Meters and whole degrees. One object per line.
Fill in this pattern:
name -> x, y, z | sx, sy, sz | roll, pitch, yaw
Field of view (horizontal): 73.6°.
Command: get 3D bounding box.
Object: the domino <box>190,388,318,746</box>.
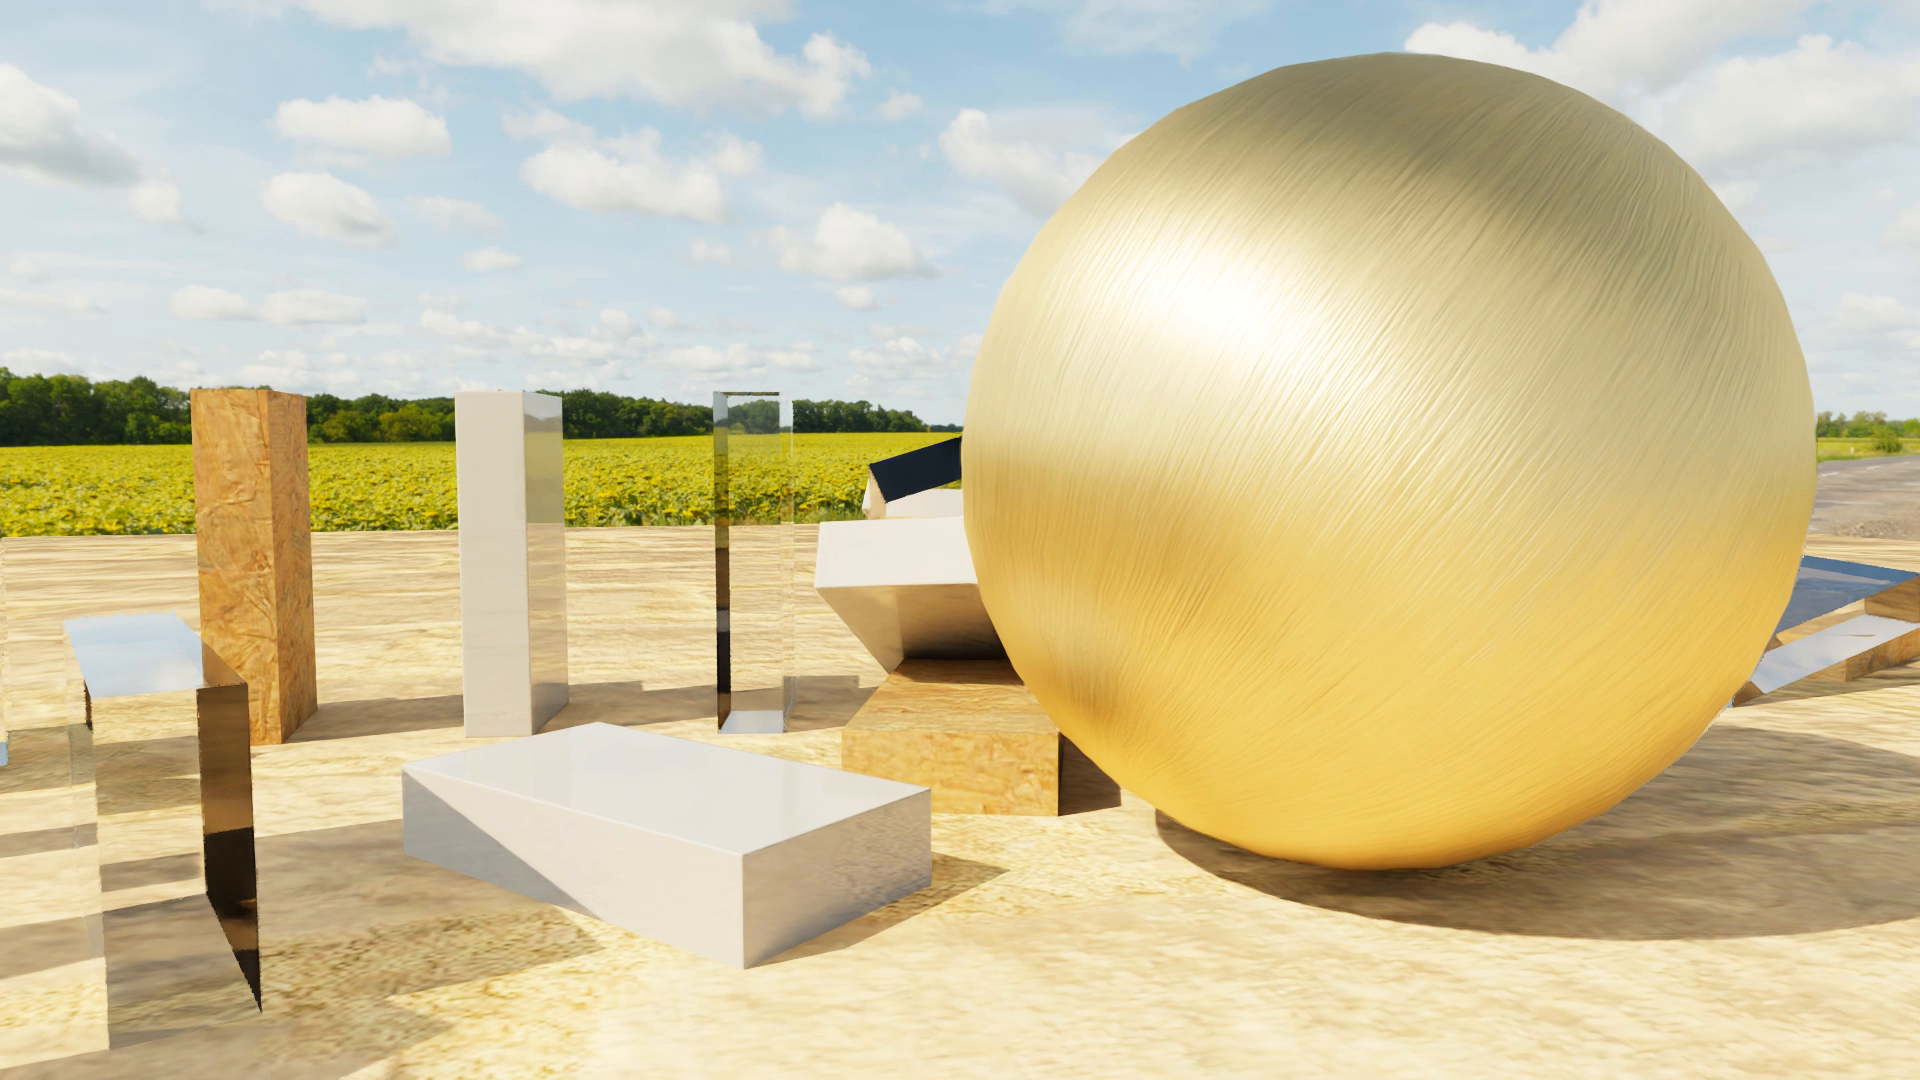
domino -> -0.104, 0.003, 0.191 | 0.010, 0.050, 0.025 | -1, 4, -16

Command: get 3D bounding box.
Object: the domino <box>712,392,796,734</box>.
domino -> -0.031, 0.003, 0.199 | 0.010, 0.050, 0.025 | 0, 4, -3

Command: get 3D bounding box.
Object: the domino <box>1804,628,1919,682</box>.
domino -> 0.169, 0.019, 0.254 | 0.050, 0.010, 0.025 | -4, 6, -39

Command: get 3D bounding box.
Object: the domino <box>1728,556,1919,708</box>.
domino -> 0.141, 0.015, 0.226 | 0.050, 0.009, 0.025 | -15, 14, -22

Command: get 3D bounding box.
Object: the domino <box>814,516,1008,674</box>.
domino -> -0.002, 0.011, 0.192 | 0.025, 0.010, 0.050 | -2, -23, 12

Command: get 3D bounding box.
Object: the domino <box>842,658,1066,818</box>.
domino -> 0.001, 0.025, 0.172 | 0.025, 0.010, 0.050 | 0, 4, 6

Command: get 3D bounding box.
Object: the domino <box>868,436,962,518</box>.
domino -> -0.004, 0.000, 0.258 | 0.025, 0.010, 0.050 | -18, -33, -14

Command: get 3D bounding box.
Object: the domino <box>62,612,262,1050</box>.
domino -> -0.071, 0.022, 0.112 | 0.009, 0.025, 0.050 | -3, 5, -37

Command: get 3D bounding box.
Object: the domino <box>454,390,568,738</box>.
domino -> -0.068, 0.003, 0.197 | 0.010, 0.050, 0.025 | 0, 4, -5

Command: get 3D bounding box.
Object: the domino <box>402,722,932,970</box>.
domino -> -0.030, 0.028, 0.128 | 0.050, 0.010, 0.025 | 3, 5, 36

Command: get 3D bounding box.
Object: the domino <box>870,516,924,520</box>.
domino -> 0.000, 0.011, 0.216 | 0.025, 0.009, 0.050 | 1, -23, 4

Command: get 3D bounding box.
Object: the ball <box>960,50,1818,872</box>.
ball -> 0.040, -0.007, 0.132 | 0.080, 0.080, 0.080 | 0, 4, 0

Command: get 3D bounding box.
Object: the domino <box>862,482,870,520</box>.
domino -> -0.002, 0.002, 0.289 | 0.025, 0.010, 0.050 | 1, -31, 16

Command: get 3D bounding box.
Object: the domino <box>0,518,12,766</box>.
domino -> -0.138, 0.004, 0.176 | 0.010, 0.050, 0.025 | -3, 5, -35
